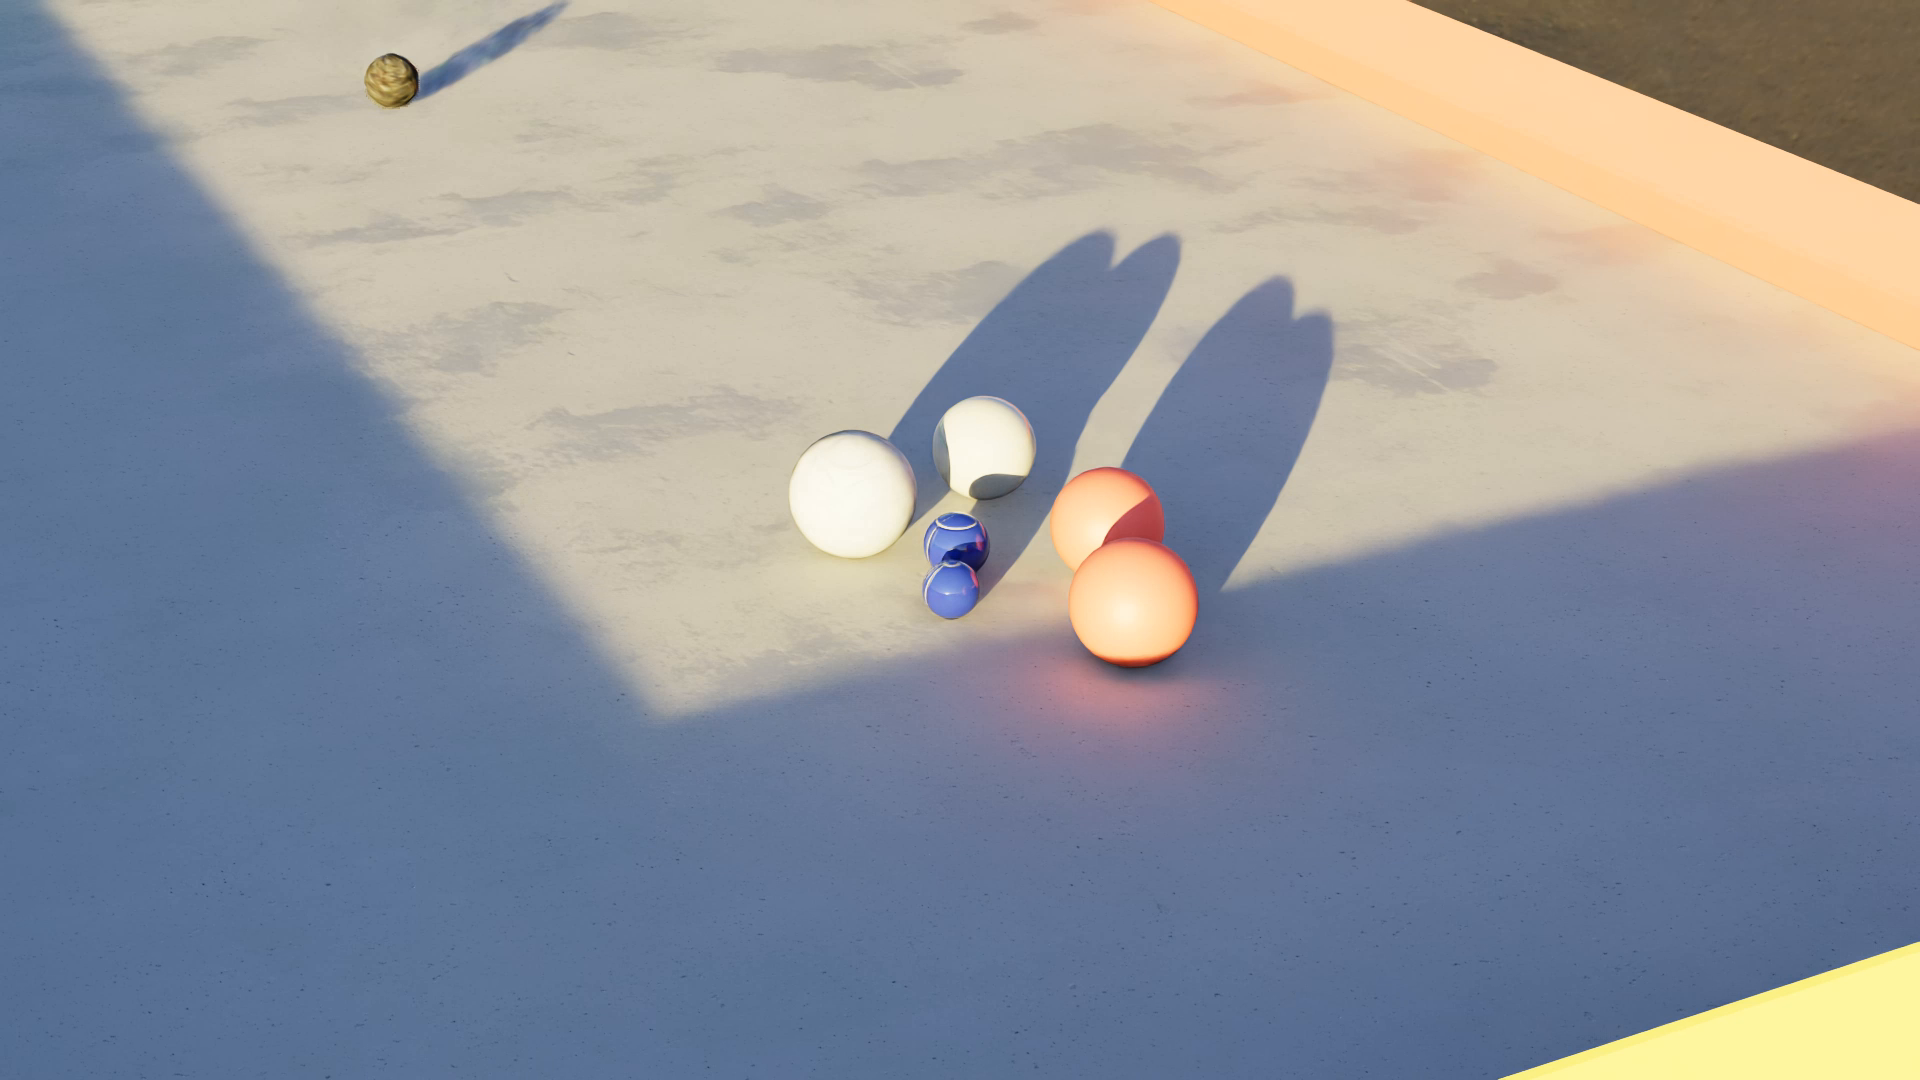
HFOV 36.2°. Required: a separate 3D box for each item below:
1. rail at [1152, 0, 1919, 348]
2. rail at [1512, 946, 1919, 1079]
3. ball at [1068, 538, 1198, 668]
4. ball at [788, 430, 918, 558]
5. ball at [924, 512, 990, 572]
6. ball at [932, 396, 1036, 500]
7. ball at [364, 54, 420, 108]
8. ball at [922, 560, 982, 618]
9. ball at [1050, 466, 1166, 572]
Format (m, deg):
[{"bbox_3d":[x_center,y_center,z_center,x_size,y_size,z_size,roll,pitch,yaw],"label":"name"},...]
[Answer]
[{"bbox_3d":[0.459,-0.506,3.120,0.045,0.122,3.232,-12,28,-24],"label":"rail"},{"bbox_3d":[0.355,0.272,1.454,1.899,0.122,0.045,-12,28,-24],"label":"rail"},{"bbox_3d":[0.117,0.042,1.990,0.088,0.088,0.088,0,25,0],"label":"ball"},{"bbox_3d":[-0.078,-0.033,2.144,0.094,0.094,0.094,0,25,0],"label":"ball"},{"bbox_3d":[-0.002,0.004,2.120,0.048,0.048,0.048,0,25,0],"label":"ball"},{"bbox_3d":[0.018,-0.070,2.240,0.080,0.080,0.080,0,25,0],"label":"ball"},{"bbox_3d":[-0.614,-0.496,3.178,0.058,0.058,0.058,0,25,0],"label":"ball"},{"bbox_3d":[-0.006,0.034,2.062,0.042,0.042,0.042,0,25,0],"label":"ball"},{"bbox_3d":[0.106,-0.011,2.111,0.083,0.083,0.083,0,25,0],"label":"ball"}]
